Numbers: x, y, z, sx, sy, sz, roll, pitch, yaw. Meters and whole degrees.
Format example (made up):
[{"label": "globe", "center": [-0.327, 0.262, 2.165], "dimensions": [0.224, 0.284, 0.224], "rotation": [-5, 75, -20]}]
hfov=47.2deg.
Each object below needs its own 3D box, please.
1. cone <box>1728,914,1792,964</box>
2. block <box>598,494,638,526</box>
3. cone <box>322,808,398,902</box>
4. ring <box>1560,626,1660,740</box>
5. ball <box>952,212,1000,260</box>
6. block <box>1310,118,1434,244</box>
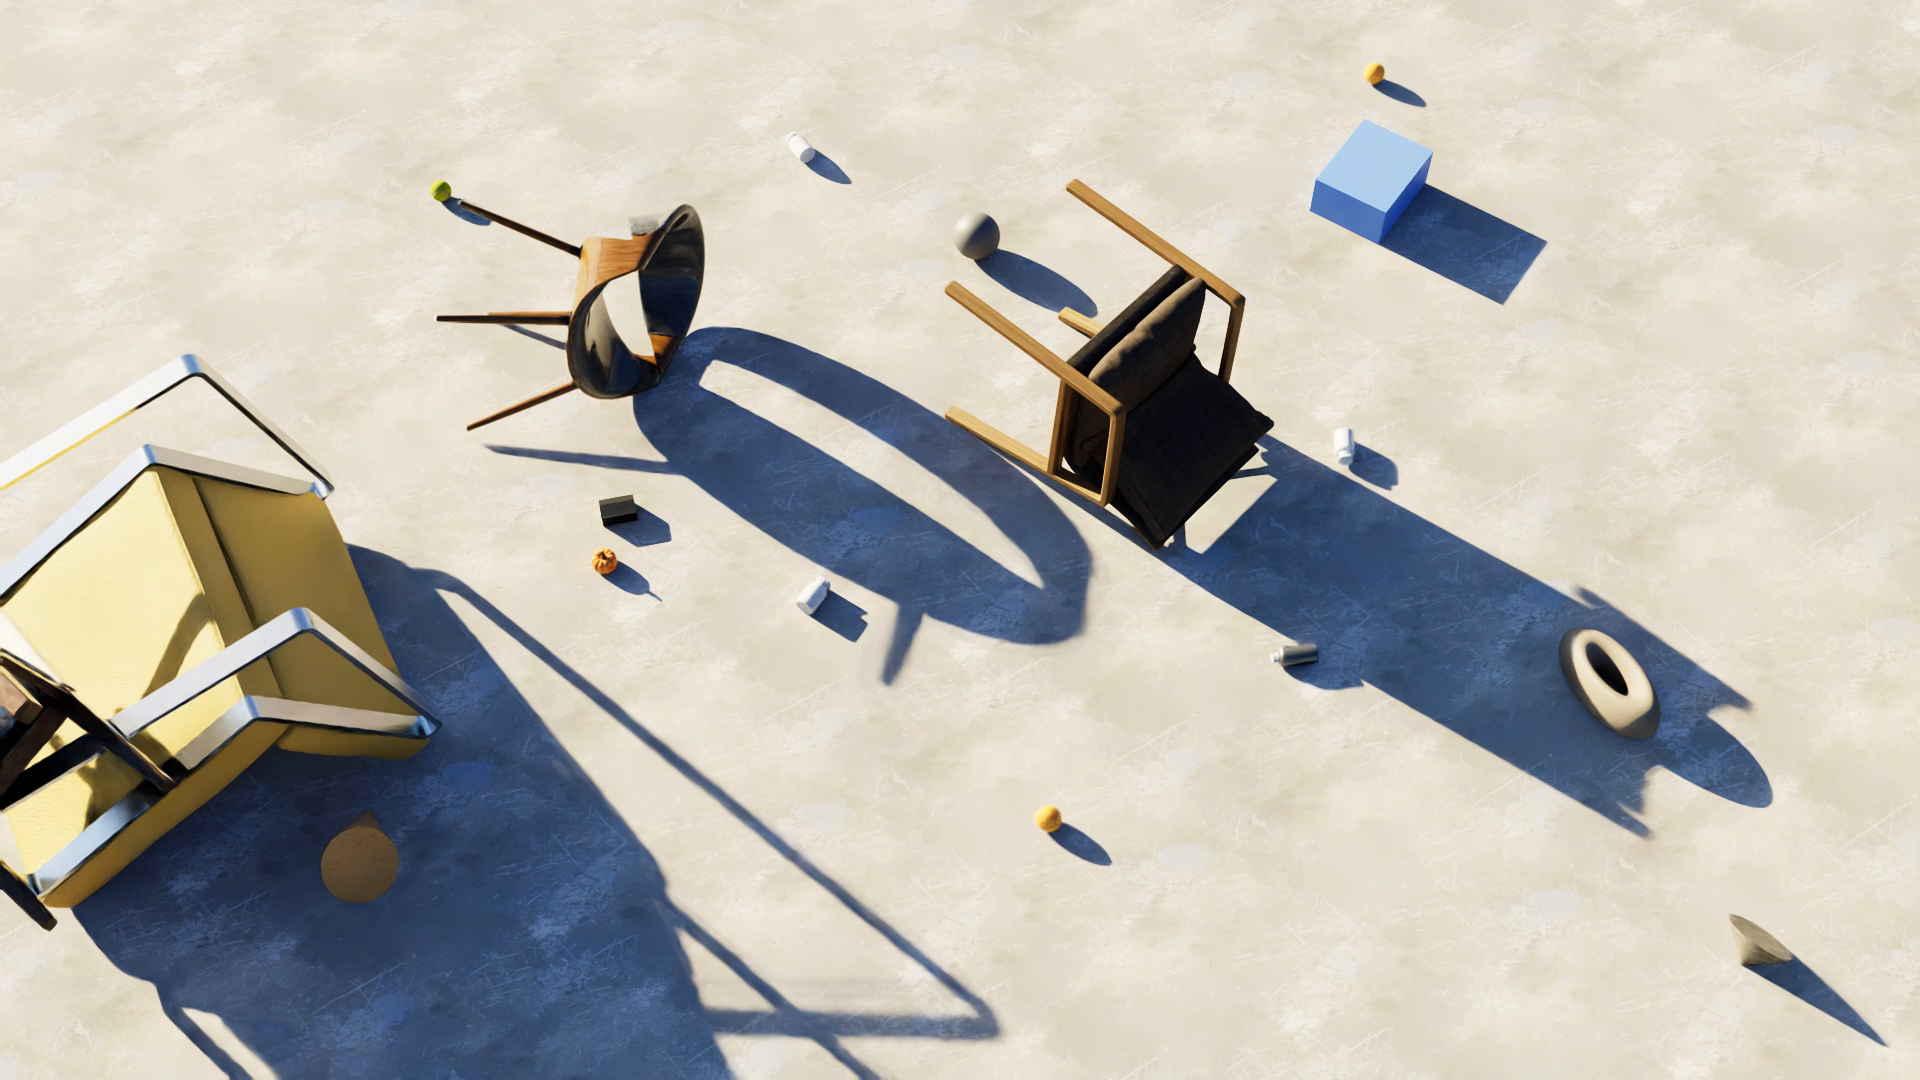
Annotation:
[{"label": "cone", "center": [2.086, 1.085, 5.807], "dimensions": [0.181, 0.094, 0.188], "rotation": [12, 24, -47]}, {"label": "block", "center": [-1.027, -0.089, 6.606], "dimensions": [0.105, 0.045, 0.066], "rotation": [-11, 57, -7]}, {"label": "cone", "center": [-1.615, 0.804, 5.967], "dimensions": [0.199, 0.256, 0.256], "rotation": [12, 27, -15]}, {"label": "ring", "center": [1.837, 0.403, 6.223], "dimensions": [0.188, 0.137, 0.382], "rotation": [-24, 58, -17]}, {"label": "ball", "center": [0.054, -0.989, 7.144], "dimensions": [0.154, 0.154, 0.154], "rotation": [0, 56, 0]}, {"label": "block", "center": [1.362, -1.188, 7.279], "dimensions": [0.259, 0.153, 0.331], "rotation": [30, 61, 18]}]
